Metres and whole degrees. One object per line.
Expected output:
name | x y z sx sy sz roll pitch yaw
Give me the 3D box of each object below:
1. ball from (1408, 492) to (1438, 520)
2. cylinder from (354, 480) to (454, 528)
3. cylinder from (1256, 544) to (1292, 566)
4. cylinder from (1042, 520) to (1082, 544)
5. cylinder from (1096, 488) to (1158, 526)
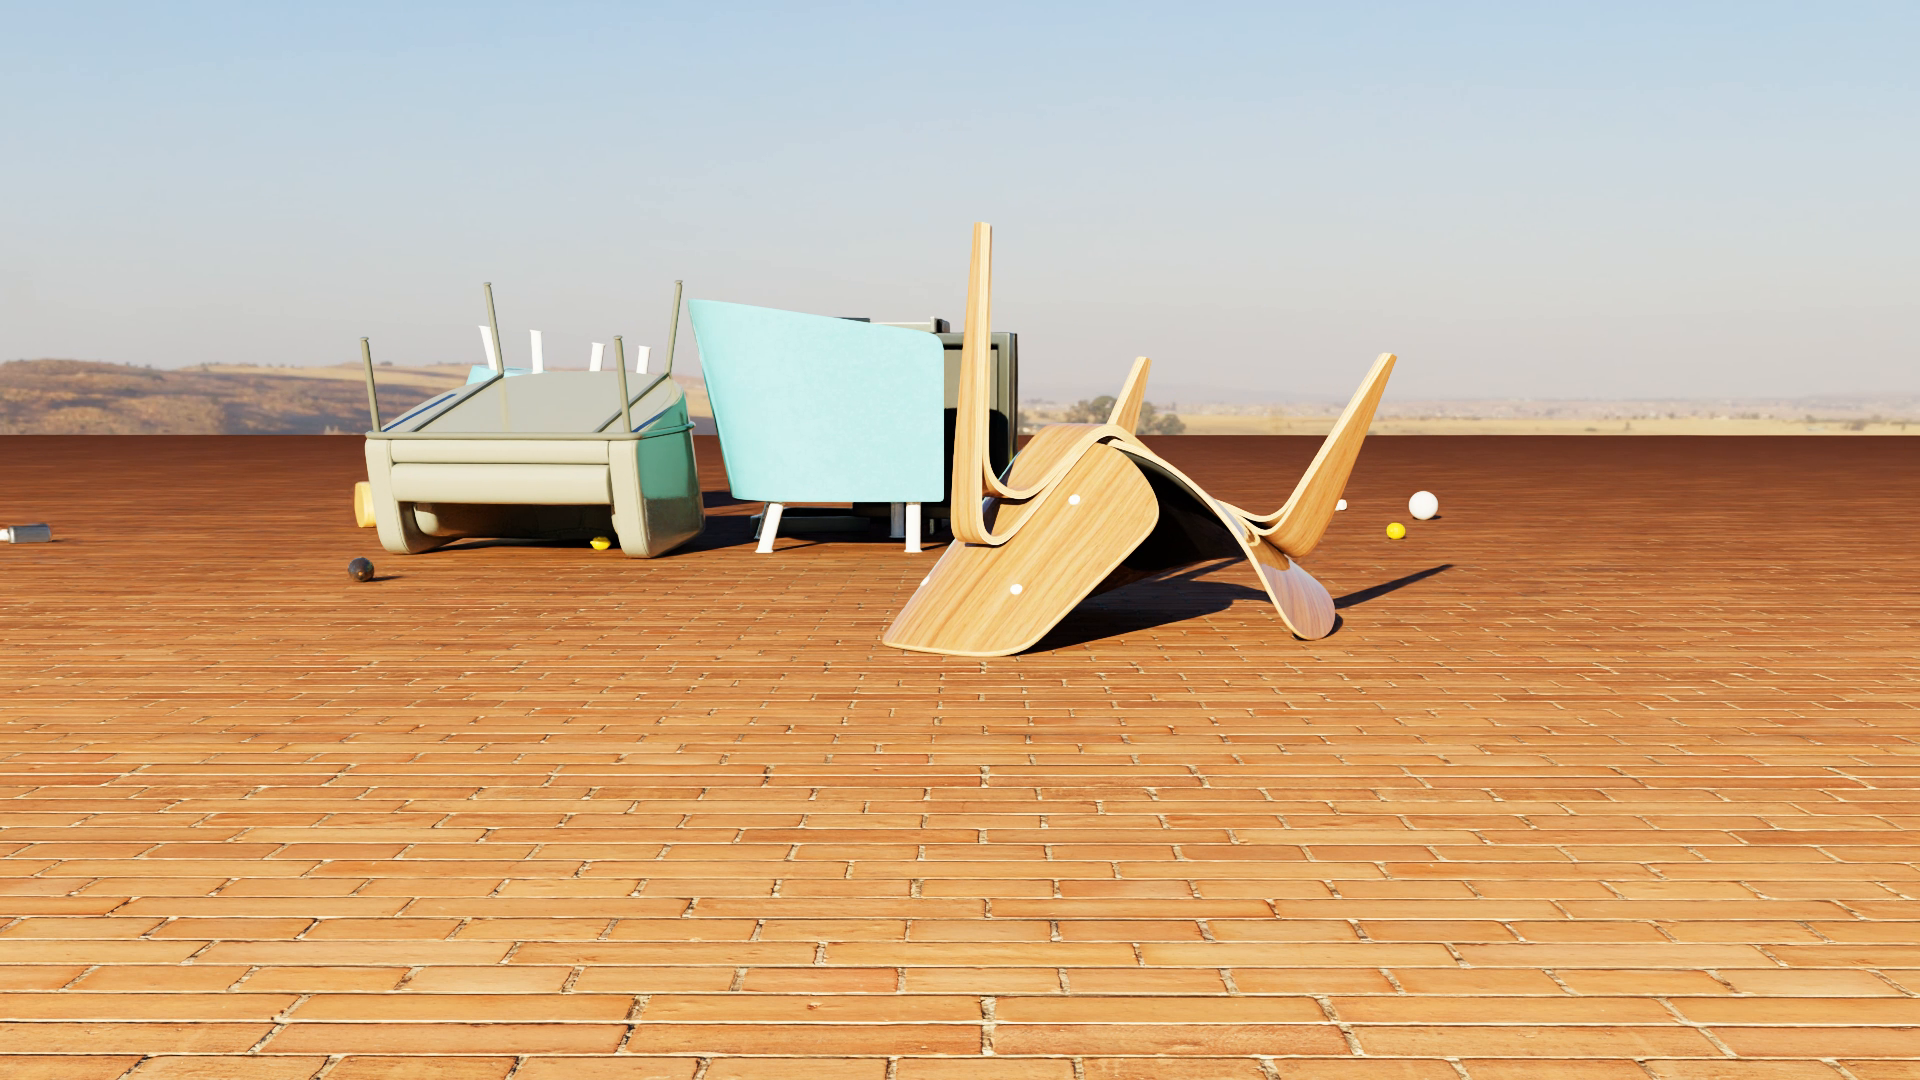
ball | 1.591 -0.118 7.547 0.099 0.099 0.099 0 4 0
cylinder | -1.814 -0.117 7.183 0.290 0.133 0.173 -2 38 -26
cylinder | 0.798 0.038 5.593 0.068 0.051 0.077 -25 -10 32
cylinder | 0.298 -0.026 6.408 0.073 0.070 0.096 1 -2 39
cylinder | 0.557 -0.113 7.347 0.113 0.116 0.256 11 0 -18
